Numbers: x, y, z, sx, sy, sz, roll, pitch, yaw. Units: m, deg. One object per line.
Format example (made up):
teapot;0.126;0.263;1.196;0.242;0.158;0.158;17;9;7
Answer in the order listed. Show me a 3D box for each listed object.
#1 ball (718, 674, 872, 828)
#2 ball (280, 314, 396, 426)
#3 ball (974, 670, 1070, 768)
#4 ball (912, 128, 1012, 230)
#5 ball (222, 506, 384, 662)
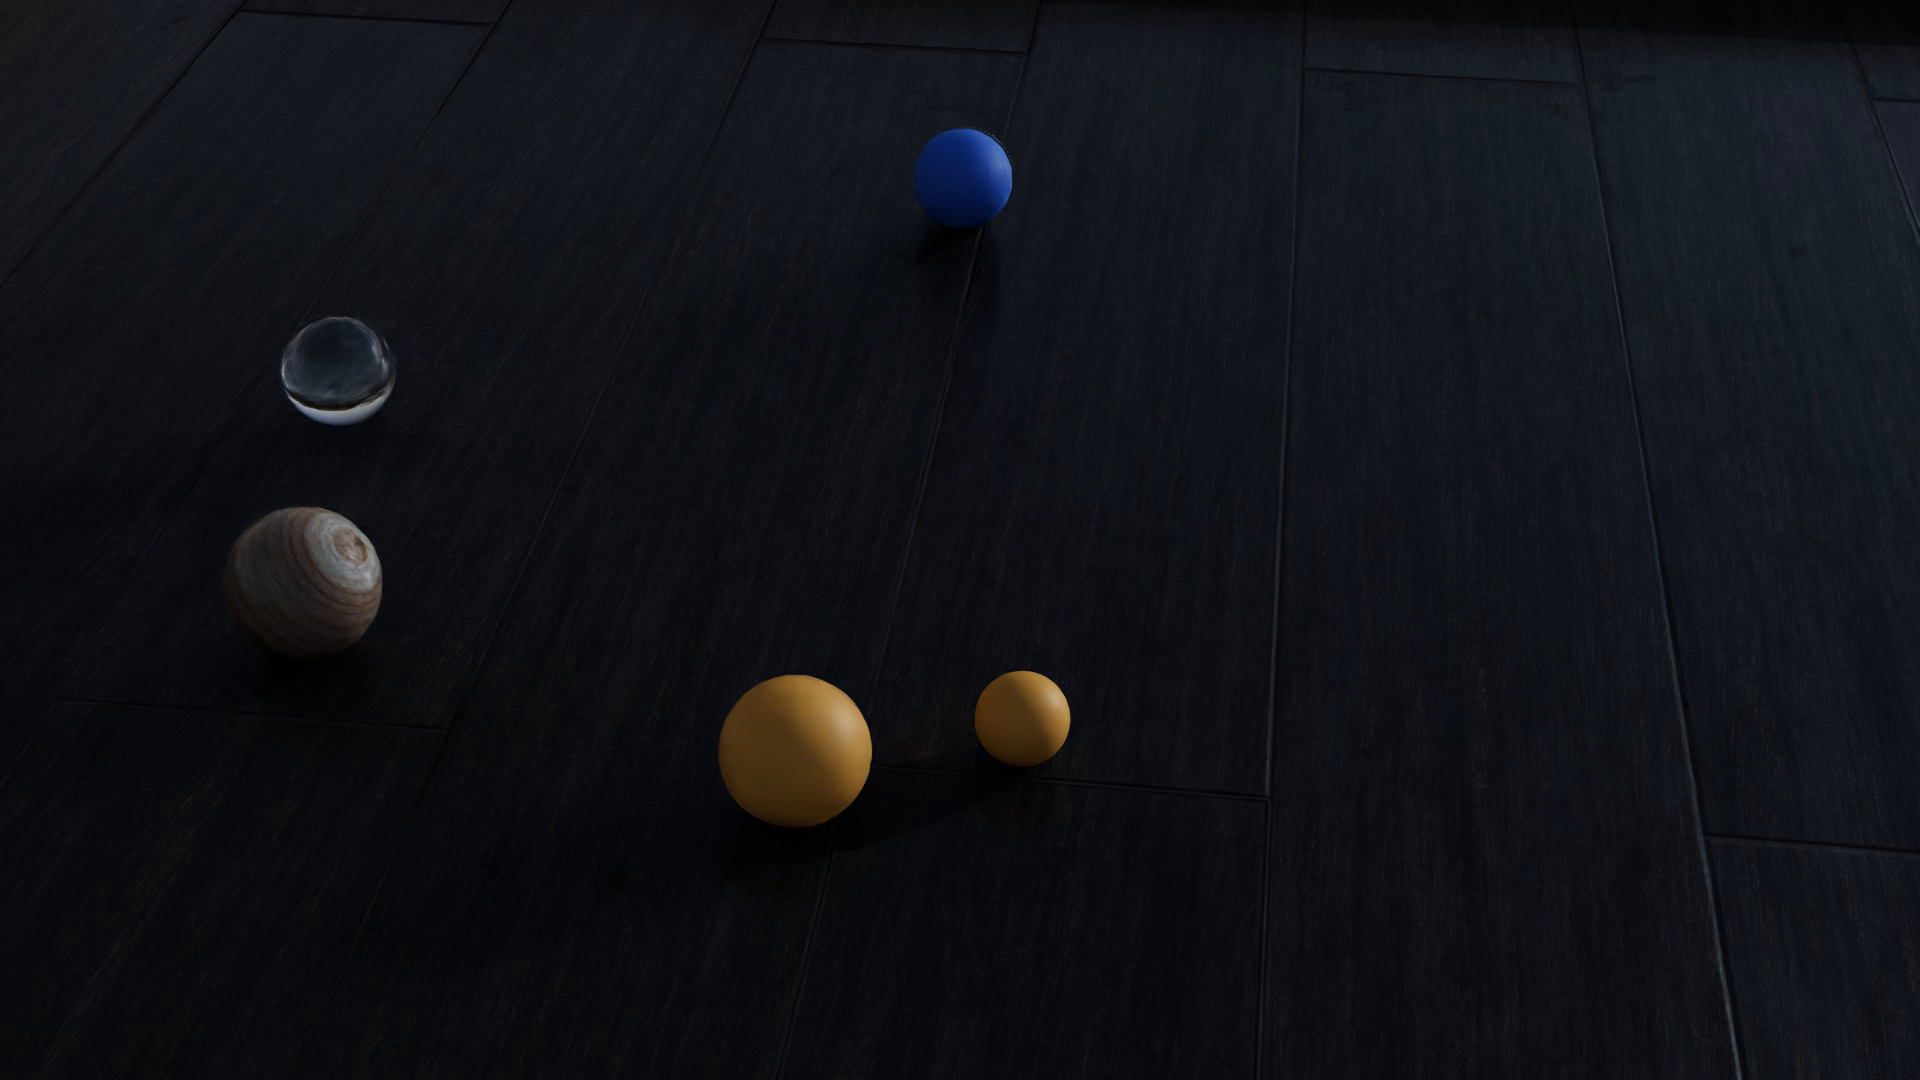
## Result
ball;-0.095;0.122;1.481;0.089;0.089;0.089;0;36;0
ball;-0.442;-0.121;1.826;0.080;0.080;0.080;0;36;0
ball;0.037;0.107;1.529;0.057;0.057;0.057;0;36;0
ball;0.002;-0.290;2.060;0.081;0.081;0.081;0;36;0
ball;-0.411;0.027;1.605;0.097;0.097;0.097;0;36;0
